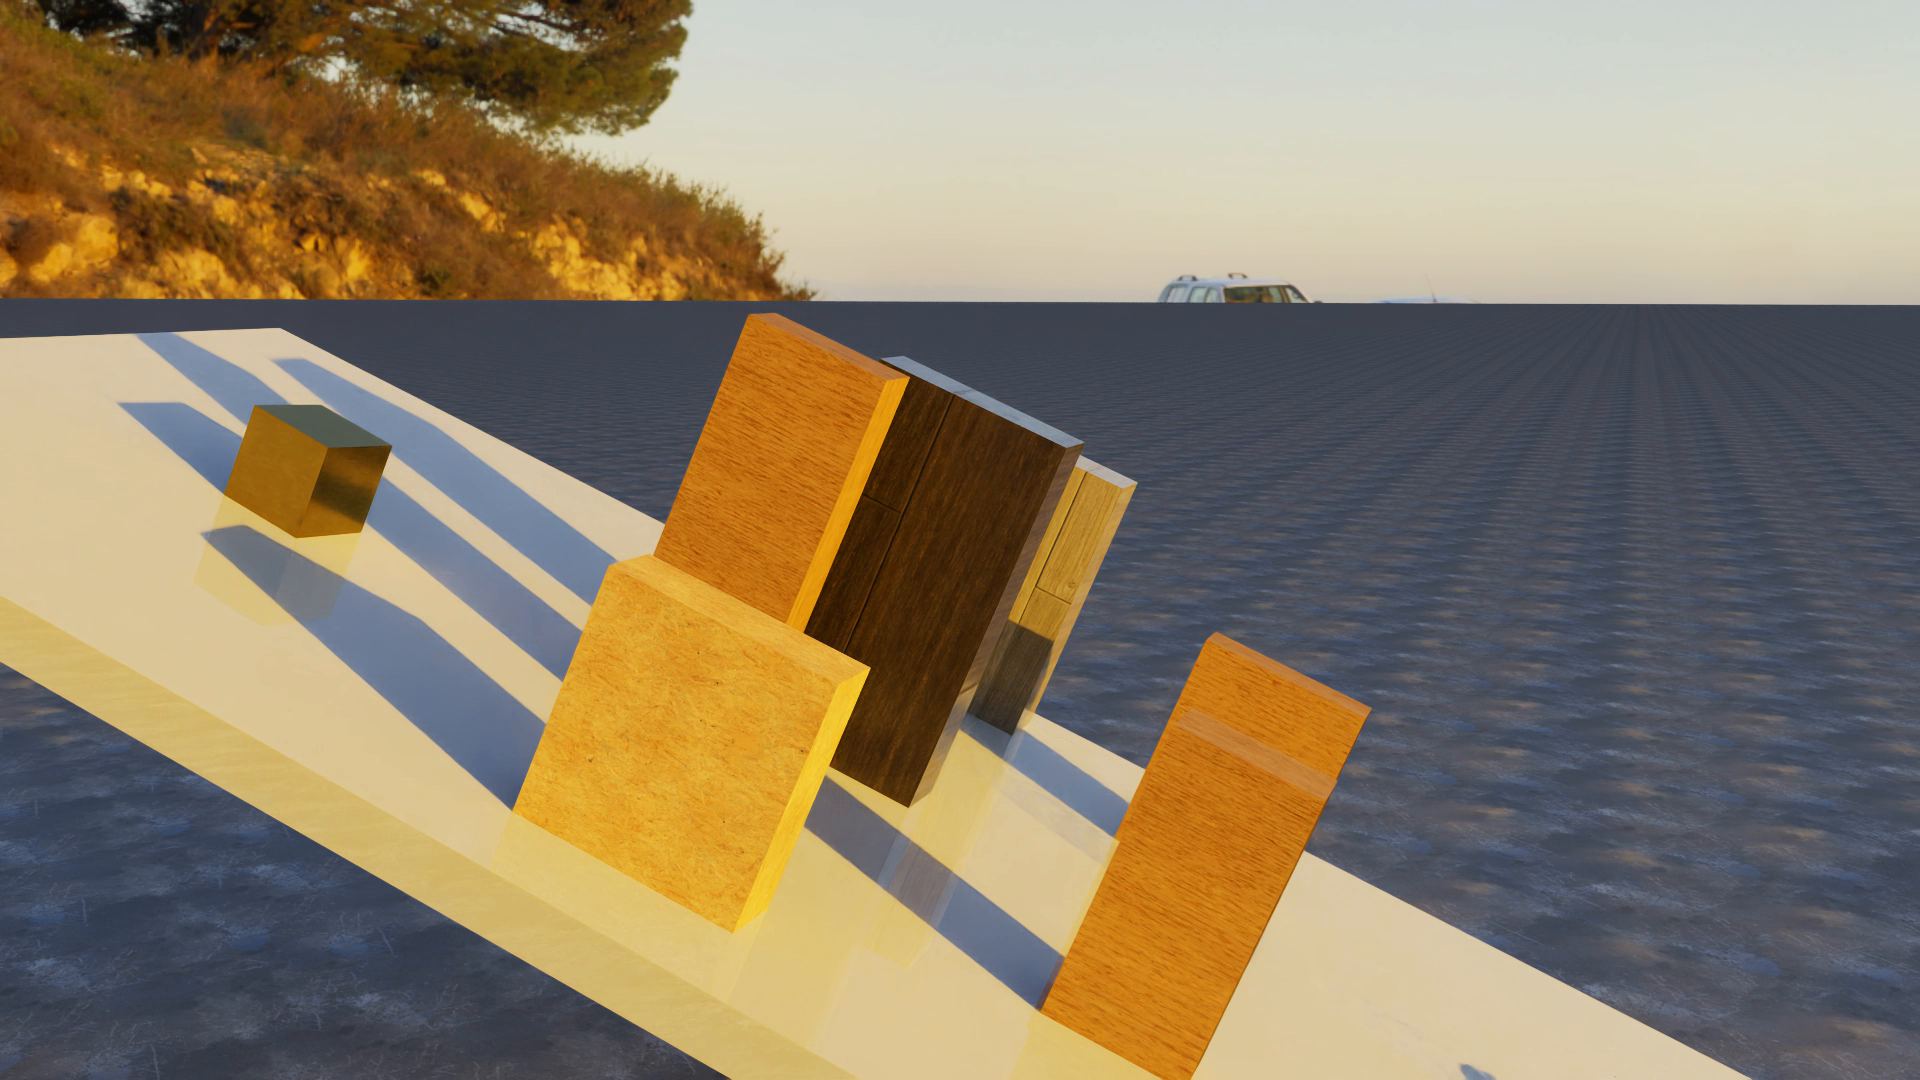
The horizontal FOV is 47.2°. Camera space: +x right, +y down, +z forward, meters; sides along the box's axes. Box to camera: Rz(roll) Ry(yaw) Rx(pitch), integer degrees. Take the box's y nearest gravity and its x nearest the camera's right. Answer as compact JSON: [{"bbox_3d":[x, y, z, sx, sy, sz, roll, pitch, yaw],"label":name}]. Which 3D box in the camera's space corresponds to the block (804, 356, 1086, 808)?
[{"bbox_3d":[-0.103,0.078,4.210,0.394,0.759,0.140,26,13,13],"label":"block"}]

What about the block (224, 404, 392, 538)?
[{"bbox_3d":[-1.277,-0.137,4.313,0.192,0.192,0.192,28,14,19],"label":"block"}]

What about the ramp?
[{"bbox_3d":[-0.282,0.489,4.181,4.000,0.100,2.000,26,13,13],"label":"ramp"}]

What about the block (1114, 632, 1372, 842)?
[{"bbox_3d":[0.571,0.474,4.456,0.348,0.460,0.105,26,13,13],"label":"block"}]

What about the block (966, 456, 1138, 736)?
[{"bbox_3d":[0.123,0.088,4.892,0.300,0.607,0.148,26,13,13],"label":"block"}]

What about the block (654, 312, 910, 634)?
[{"bbox_3d":[-0.380,0.008,3.962,0.278,0.783,0.127,26,13,13],"label":"block"}]

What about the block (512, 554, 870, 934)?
[{"bbox_3d":[-0.423,0.314,3.447,0.409,0.437,0.144,26,13,13],"label":"block"}]

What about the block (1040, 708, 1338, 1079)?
[{"bbox_3d":[0.368,0.576,3.544,0.260,0.534,0.143,26,13,13],"label":"block"}]
